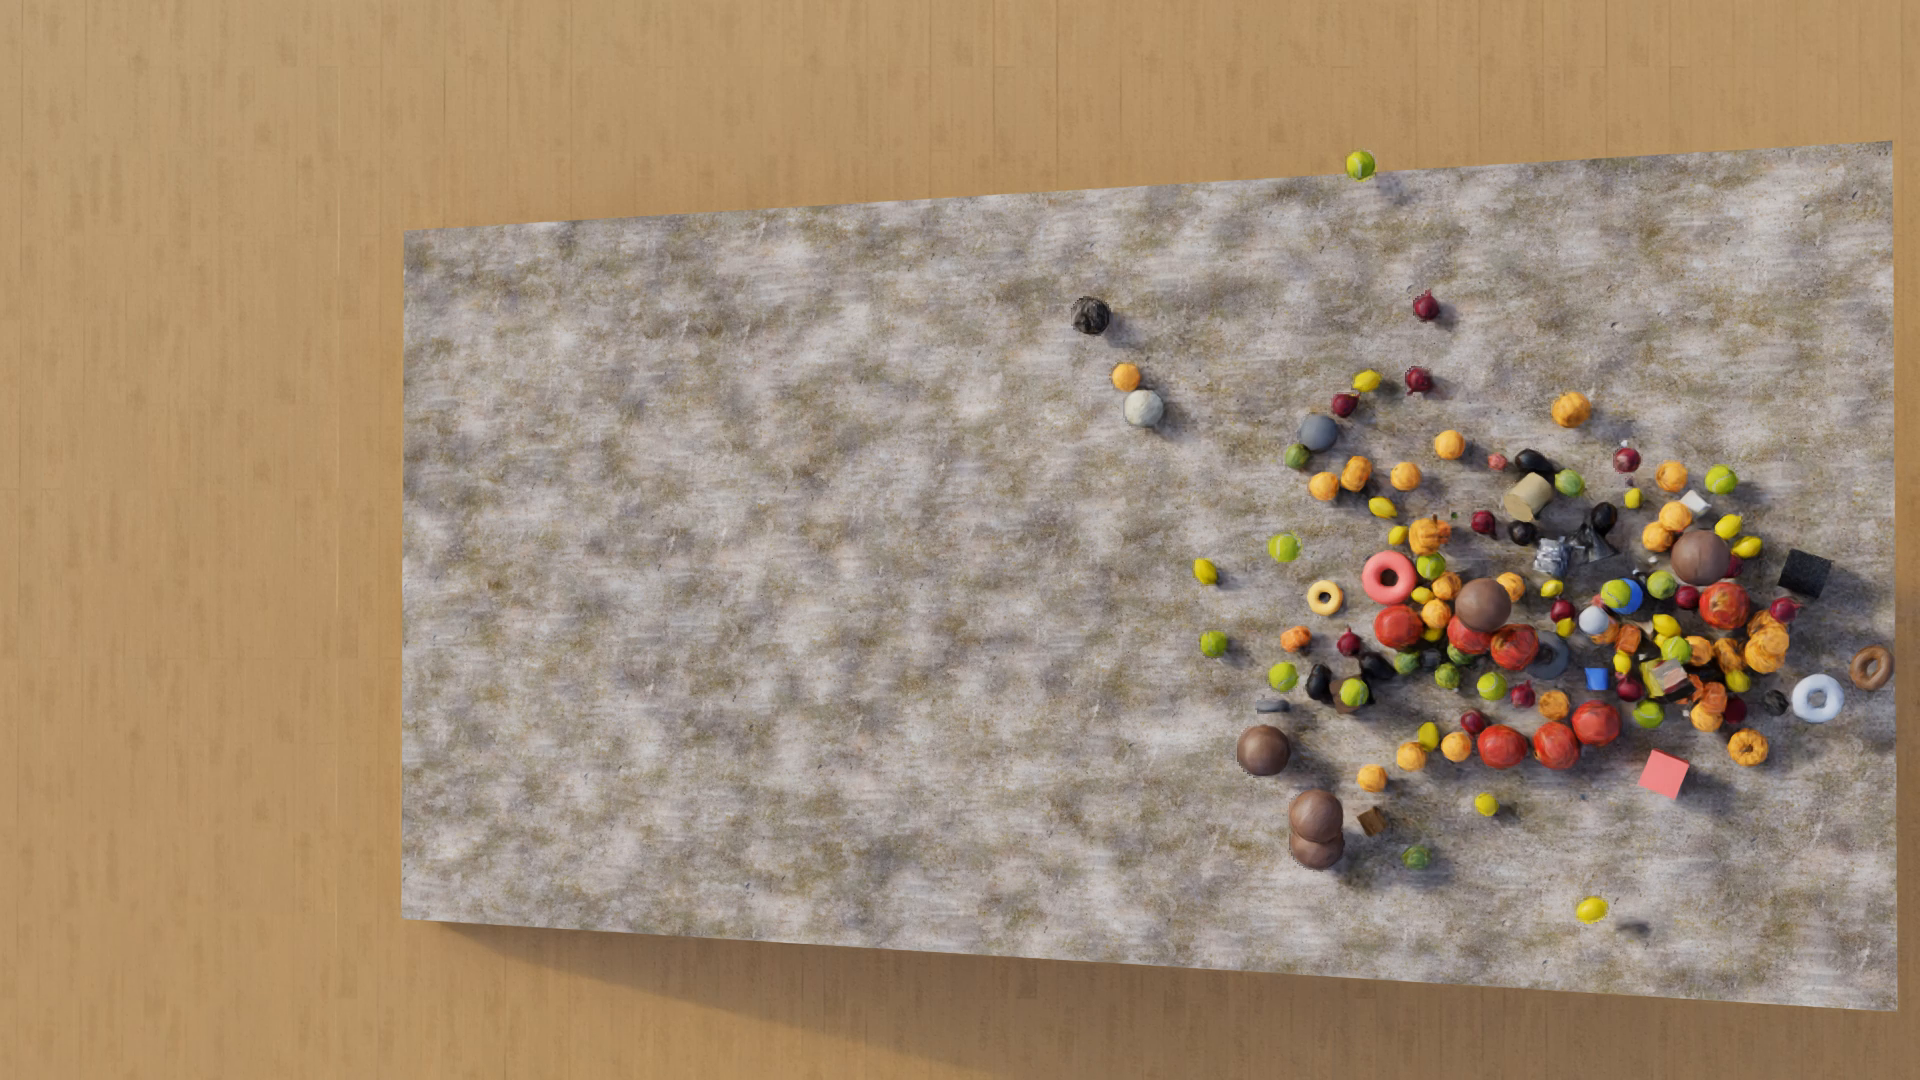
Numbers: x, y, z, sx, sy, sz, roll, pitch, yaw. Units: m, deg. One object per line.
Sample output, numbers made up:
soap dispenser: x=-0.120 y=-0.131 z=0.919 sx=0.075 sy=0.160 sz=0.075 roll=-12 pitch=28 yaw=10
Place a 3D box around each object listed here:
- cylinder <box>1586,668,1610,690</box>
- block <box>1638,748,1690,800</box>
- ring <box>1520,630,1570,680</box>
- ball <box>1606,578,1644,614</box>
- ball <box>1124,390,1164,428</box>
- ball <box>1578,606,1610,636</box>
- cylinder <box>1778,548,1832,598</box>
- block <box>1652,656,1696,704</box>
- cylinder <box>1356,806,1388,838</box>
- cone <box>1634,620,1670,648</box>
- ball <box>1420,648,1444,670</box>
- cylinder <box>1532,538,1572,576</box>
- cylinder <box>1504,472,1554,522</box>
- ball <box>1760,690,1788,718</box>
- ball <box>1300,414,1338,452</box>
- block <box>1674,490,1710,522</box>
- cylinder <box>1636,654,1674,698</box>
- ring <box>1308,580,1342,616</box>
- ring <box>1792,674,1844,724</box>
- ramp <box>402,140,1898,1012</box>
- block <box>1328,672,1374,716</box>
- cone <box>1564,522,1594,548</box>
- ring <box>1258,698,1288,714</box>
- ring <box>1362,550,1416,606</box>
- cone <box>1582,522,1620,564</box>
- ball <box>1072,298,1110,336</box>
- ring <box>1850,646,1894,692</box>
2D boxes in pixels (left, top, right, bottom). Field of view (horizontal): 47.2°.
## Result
cylinder: x=1.518 y=0.331 z=5.234 sx=0.052 sy=0.052 sz=0.052 roll=-5 pitch=85 yaw=0
block: x=1.656 y=0.548 z=5.170 sx=0.088 sy=0.088 sz=0.088 roll=22 pitch=97 yaw=19
ring: x=1.407 y=0.277 z=5.288 sx=0.120 sy=0.040 sz=0.120 roll=0 pitch=89 yaw=18
ball: x=1.573 y=0.134 z=5.207 sx=0.085 sy=0.085 sz=0.085 roll=0 pitch=89 yaw=0
ball: x=0.468 y=-0.334 z=5.600 sx=0.100 sy=0.100 sz=0.100 roll=0 pitch=89 yaw=0
ball: x=1.490 y=0.191 z=5.165 sx=0.070 sy=0.070 sz=0.070 roll=0 pitch=89 yaw=0
cylinder: x=1.947 y=0.077 z=5.070 sx=0.094 sy=0.094 sz=0.094 roll=20 pitch=89 yaw=19
block: x=1.627 y=0.320 z=5.011 sx=0.064 sy=0.064 sz=0.064 roll=-32 pitch=133 yaw=14
cylinder: x=1.016 y=0.693 z=5.412 sx=0.058 sy=0.058 sz=0.058 roll=-30 pitch=80 yaw=0
cone: x=1.629 y=0.209 z=5.214 sx=0.072 sy=0.072 sz=0.072 roll=28 pitch=89 yaw=45
ball: x=1.153 y=0.290 z=5.371 sx=0.054 sy=0.054 sz=0.054 roll=0 pitch=89 yaw=0
cylinder: x=1.419 y=0.042 z=5.266 sx=0.078 sy=0.078 sz=0.078 roll=14 pitch=94 yaw=0
cylinder: x=1.358 y=-0.102 z=5.252 sx=0.084 sy=0.084 sz=0.084 roll=-41 pitch=89 yaw=-22
ball: x=1.889 y=0.380 z=5.103 sx=0.062 sy=0.062 sz=0.062 roll=0 pitch=89 yaw=0
ball: x=0.889 y=-0.266 z=5.451 sx=0.094 sy=0.094 sz=0.094 roll=0 pitch=89 yaw=0
block: x=1.723 y=-0.081 z=5.168 sx=0.051 sy=0.051 sz=0.051 roll=-48 pitch=64 yaw=19
cylinder: x=1.649 y=0.321 z=5.178 sx=0.085 sy=0.085 sz=0.085 roll=-16 pitch=84 yaw=0
ring: x=0.909 y=0.144 z=5.474 sx=0.088 sy=0.029 sz=0.088 roll=0 pitch=89 yaw=21
ring: x=1.951 y=0.361 z=4.999 sx=0.116 sy=0.039 sz=0.116 roll=0 pitch=102 yaw=2
ramp: x=0.280 y=0.090 z=5.767 sx=4.000 sy=0.100 sz=2.000 roll=0 pitch=89 yaw=20
block: x=0.965 y=0.379 z=5.423 sx=0.081 sy=0.081 sz=0.081 roll=-20 pitch=83 yaw=18
cone: x=1.460 y=0.002 z=5.213 sx=0.066 sy=0.066 sz=0.066 roll=-26 pitch=89 yaw=30
ring: x=0.781 y=0.413 z=5.484 sx=0.078 sy=0.078 sz=0.026 roll=-14 pitch=102 yaw=0
ring: x=1.057 y=0.094 z=5.413 sx=0.135 sy=0.045 sz=0.135 roll=0 pitch=91 yaw=19
cone: x=1.509 y=0.001 z=5.226 sx=0.092 sy=0.092 sz=0.092 roll=-16 pitch=83 yaw=0
ball: x=0.337 y=-0.574 z=5.652 sx=0.095 sy=0.095 sz=0.095 roll=0 pitch=89 yaw=0
ring: x=2.036 y=0.286 z=4.908 sx=0.036 sy=0.108 sz=0.108 roll=21 pitch=89 yaw=-27
